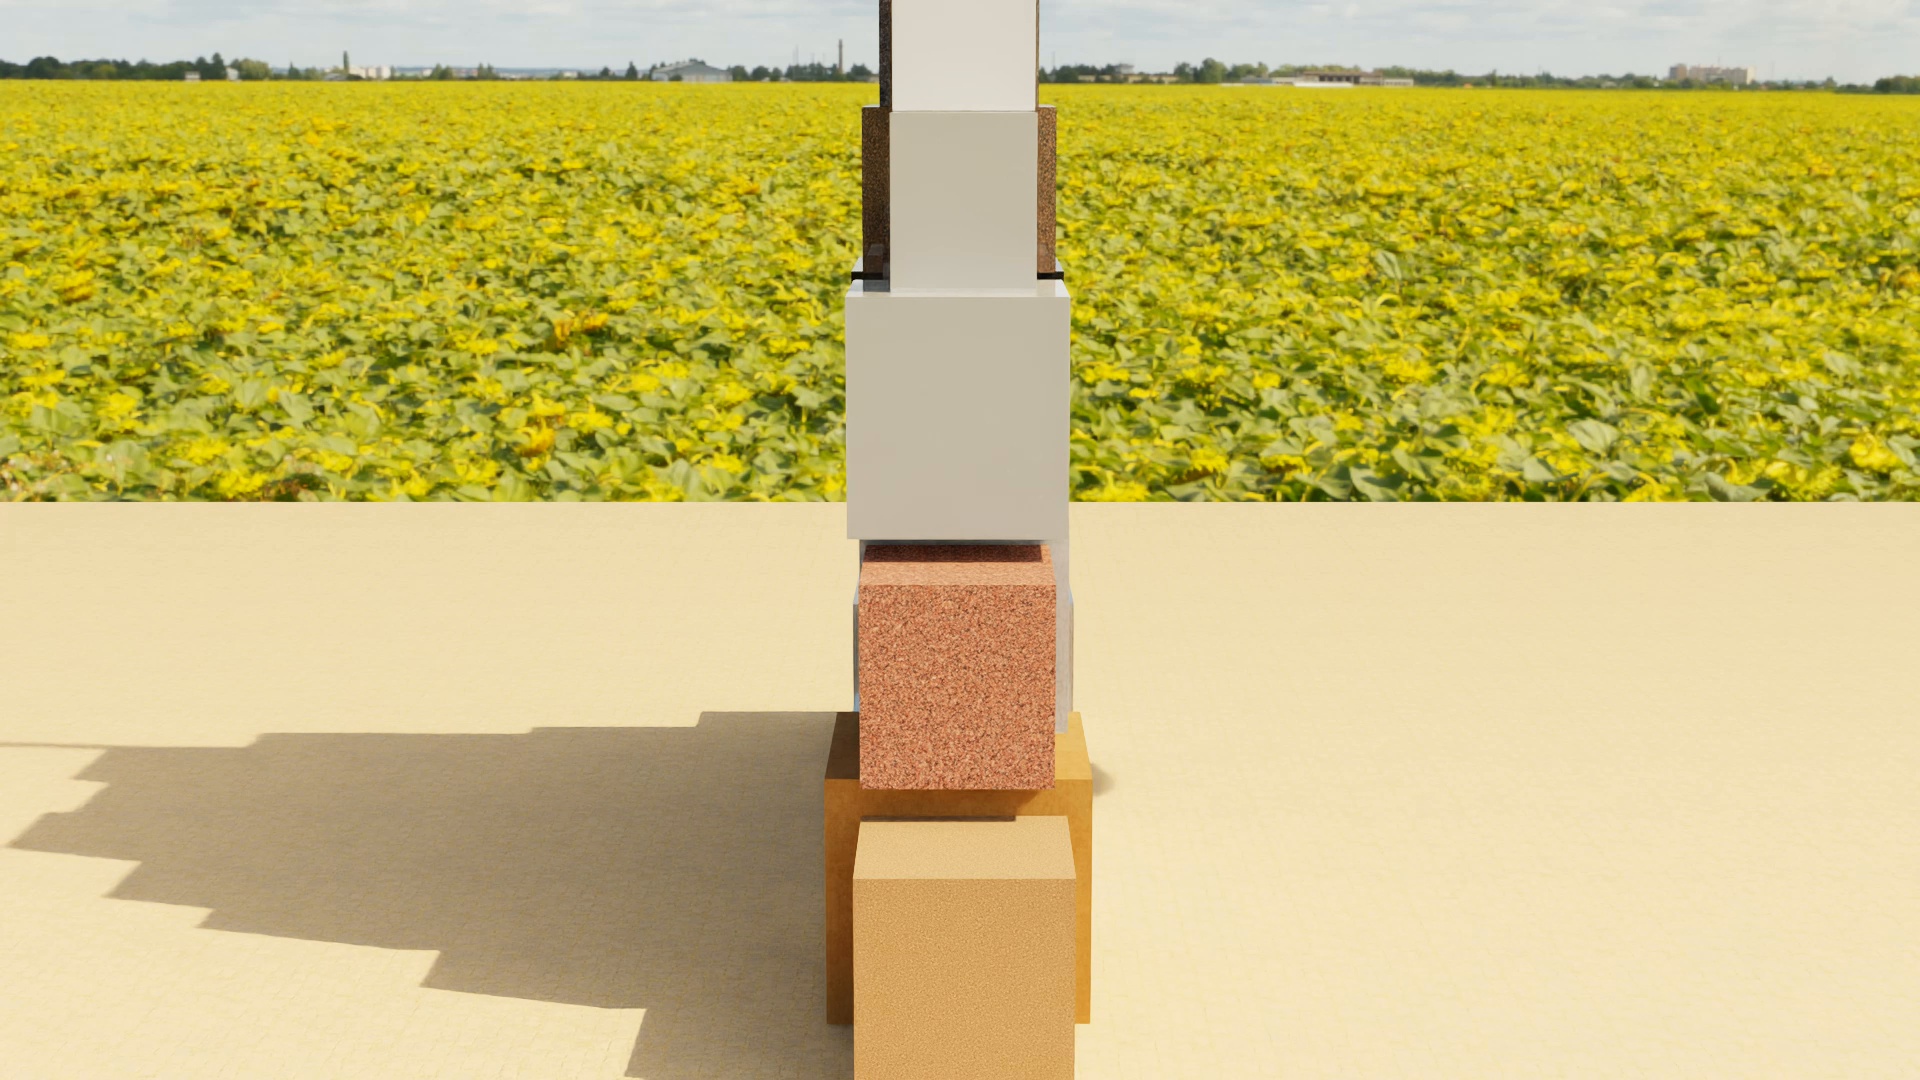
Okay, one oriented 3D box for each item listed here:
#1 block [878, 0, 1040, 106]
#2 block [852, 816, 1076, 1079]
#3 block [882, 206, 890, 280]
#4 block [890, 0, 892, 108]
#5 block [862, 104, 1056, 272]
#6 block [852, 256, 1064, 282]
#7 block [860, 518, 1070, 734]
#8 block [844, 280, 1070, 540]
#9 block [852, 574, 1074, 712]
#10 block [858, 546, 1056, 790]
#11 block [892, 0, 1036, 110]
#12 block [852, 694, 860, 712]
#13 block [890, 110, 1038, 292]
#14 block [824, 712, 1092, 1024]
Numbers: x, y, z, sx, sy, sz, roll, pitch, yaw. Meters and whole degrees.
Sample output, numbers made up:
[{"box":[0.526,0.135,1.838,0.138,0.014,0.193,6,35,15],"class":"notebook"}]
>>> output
[{"box":[-0.003,-2.268,11.351,0.690,0.674,0.650,0,10,0],"class":"block"},{"box":[0.016,1.482,9.149,0.758,0.811,0.751,0,10,0],"class":"block"},{"box":[-0.010,-1.089,10.538,0.595,0.529,0.615,0,10,0],"class":"block"},{"box":[-0.013,-2.084,10.769,0.549,0.524,0.553,0,10,0],"class":"block"},{"box":[-0.004,-1.546,11.201,0.816,0.690,0.843,0,10,0],"class":"block"},{"box":[-0.010,-0.819,11.410,0.905,0.816,0.858,0,10,0],"class":"block"},{"box":[0.017,0.271,10.414,0.816,0.848,0.819,0,10,0],"class":"block"},{"box":[-0.008,-0.516,9.854,0.825,0.901,0.795,0,10,0],"class":"block"},{"box":[0.017,0.663,13.457,1.110,0.881,1.034,0,10,0],"class":"block"},{"box":[-0.009,0.462,9.621,0.706,0.755,0.789,0,10,0],"class":"block"},{"box":[0.015,-2.050,10.192,0.554,0.680,0.587,0,9,0],"class":"block"},{"box":[-0.002,1.150,10.905,0.906,0.836,0.748,0,10,0],"class":"block"},{"box":[0.013,-1.308,9.841,0.545,0.661,0.659,0,10,0],"class":"block"},{"box":[-0.005,1.255,10.017,0.987,0.947,1.017,0,10,0],"class":"block"}]
